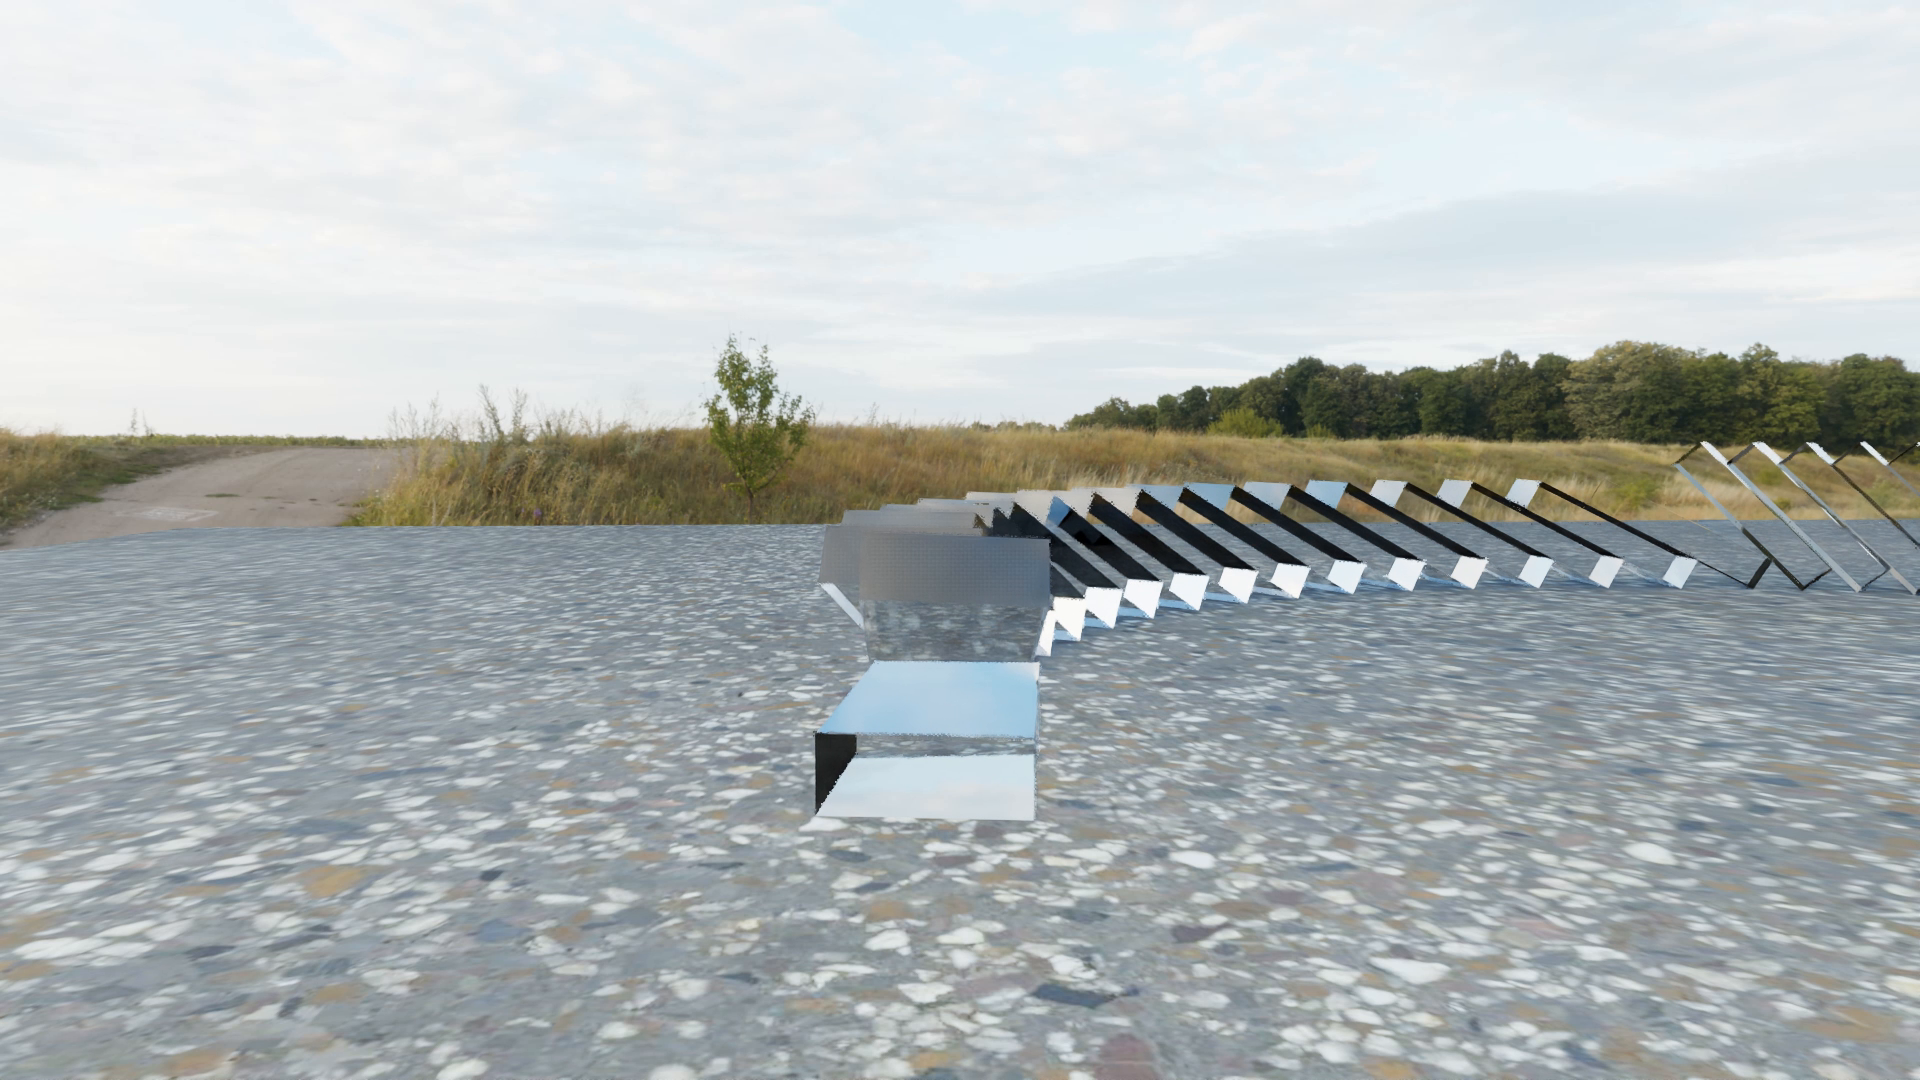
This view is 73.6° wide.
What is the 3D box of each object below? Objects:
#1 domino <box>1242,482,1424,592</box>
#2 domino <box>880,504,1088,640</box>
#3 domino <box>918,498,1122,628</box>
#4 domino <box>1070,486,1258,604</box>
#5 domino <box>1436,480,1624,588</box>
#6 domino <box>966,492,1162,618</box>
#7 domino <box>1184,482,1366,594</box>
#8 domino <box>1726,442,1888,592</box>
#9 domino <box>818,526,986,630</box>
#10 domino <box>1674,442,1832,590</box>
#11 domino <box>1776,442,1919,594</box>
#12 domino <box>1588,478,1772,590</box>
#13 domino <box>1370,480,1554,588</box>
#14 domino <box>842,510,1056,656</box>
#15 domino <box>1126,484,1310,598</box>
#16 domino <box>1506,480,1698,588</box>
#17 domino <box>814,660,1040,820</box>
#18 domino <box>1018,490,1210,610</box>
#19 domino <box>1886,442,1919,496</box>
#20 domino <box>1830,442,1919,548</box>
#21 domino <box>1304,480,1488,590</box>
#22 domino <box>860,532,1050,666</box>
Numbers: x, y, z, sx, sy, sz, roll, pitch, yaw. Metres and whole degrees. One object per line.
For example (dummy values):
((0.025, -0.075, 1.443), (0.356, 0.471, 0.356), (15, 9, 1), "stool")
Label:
((0.108, -0.001, 0.376), (0.050, 0.009, 0.025), (27, -4, -17), "domino")
((0.005, 0.007, 0.264), (0.025, 0.010, 0.050), (2, -22, 28), "domino")
((0.013, 0.006, 0.286), (0.025, 0.009, 0.050), (3, -21, 37), "domino")
((0.053, 0.001, 0.339), (0.050, 0.010, 0.025), (31, -15, -35), "domino")
((0.172, -0.002, 0.391), (0.050, 0.009, 0.025), (27, 5, 0), "domino")
((0.024, 0.004, 0.305), (0.025, 0.009, 0.050), (4, -22, 41), "domino")
((0.088, -0.001, 0.366), (0.050, 0.009, 0.025), (28, -7, -22), "domino")
((0.254, -0.008, 0.384), (0.025, 0.050, 0.009), (-5, -37, -51), "domino")
((-0.004, 0.011, 0.219), (0.025, 0.009, 0.050), (1, -21, 14), "domino")
((0.240, -0.008, 0.388), (0.009, 0.050, 0.025), (-48, -23, 28), "domino")
((0.266, -0.007, 0.377), (0.025, 0.050, 0.009), (-5, -37, -51), "domino")
((0.218, -0.003, 0.392), (0.050, 0.009, 0.025), (32, 16, 21), "domino")
((0.150, -0.002, 0.389), (0.050, 0.009, 0.025), (27, 3, -4), "domino")
((-0.001, 0.009, 0.242), (0.025, 0.009, 0.050), (2, -22, 22), "domino")
((0.070, 0.000, 0.354), (0.050, 0.010, 0.025), (29, -10, -27), "domino")
((0.194, -0.002, 0.391), (0.050, 0.009, 0.025), (28, 7, 5), "domino")
((-0.002, 0.025, 0.171), (0.025, 0.009, 0.050), (0, 4, 4), "domino")
((0.038, 0.003, 0.323), (0.025, 0.010, 0.050), (5, -21, 47), "domino")
((0.285, -0.006, 0.360), (0.025, 0.050, 0.009), (-5, -37, -51), "domino")
((0.275, -0.006, 0.368), (0.025, 0.050, 0.009), (-5, -37, -51), "domino")
((0.129, -0.002, 0.384), (0.050, 0.010, 0.025), (27, -1, -11), "domino")
((-0.001, 0.013, 0.193), (0.025, 0.009, 0.050), (2, -21, -1), "domino")
